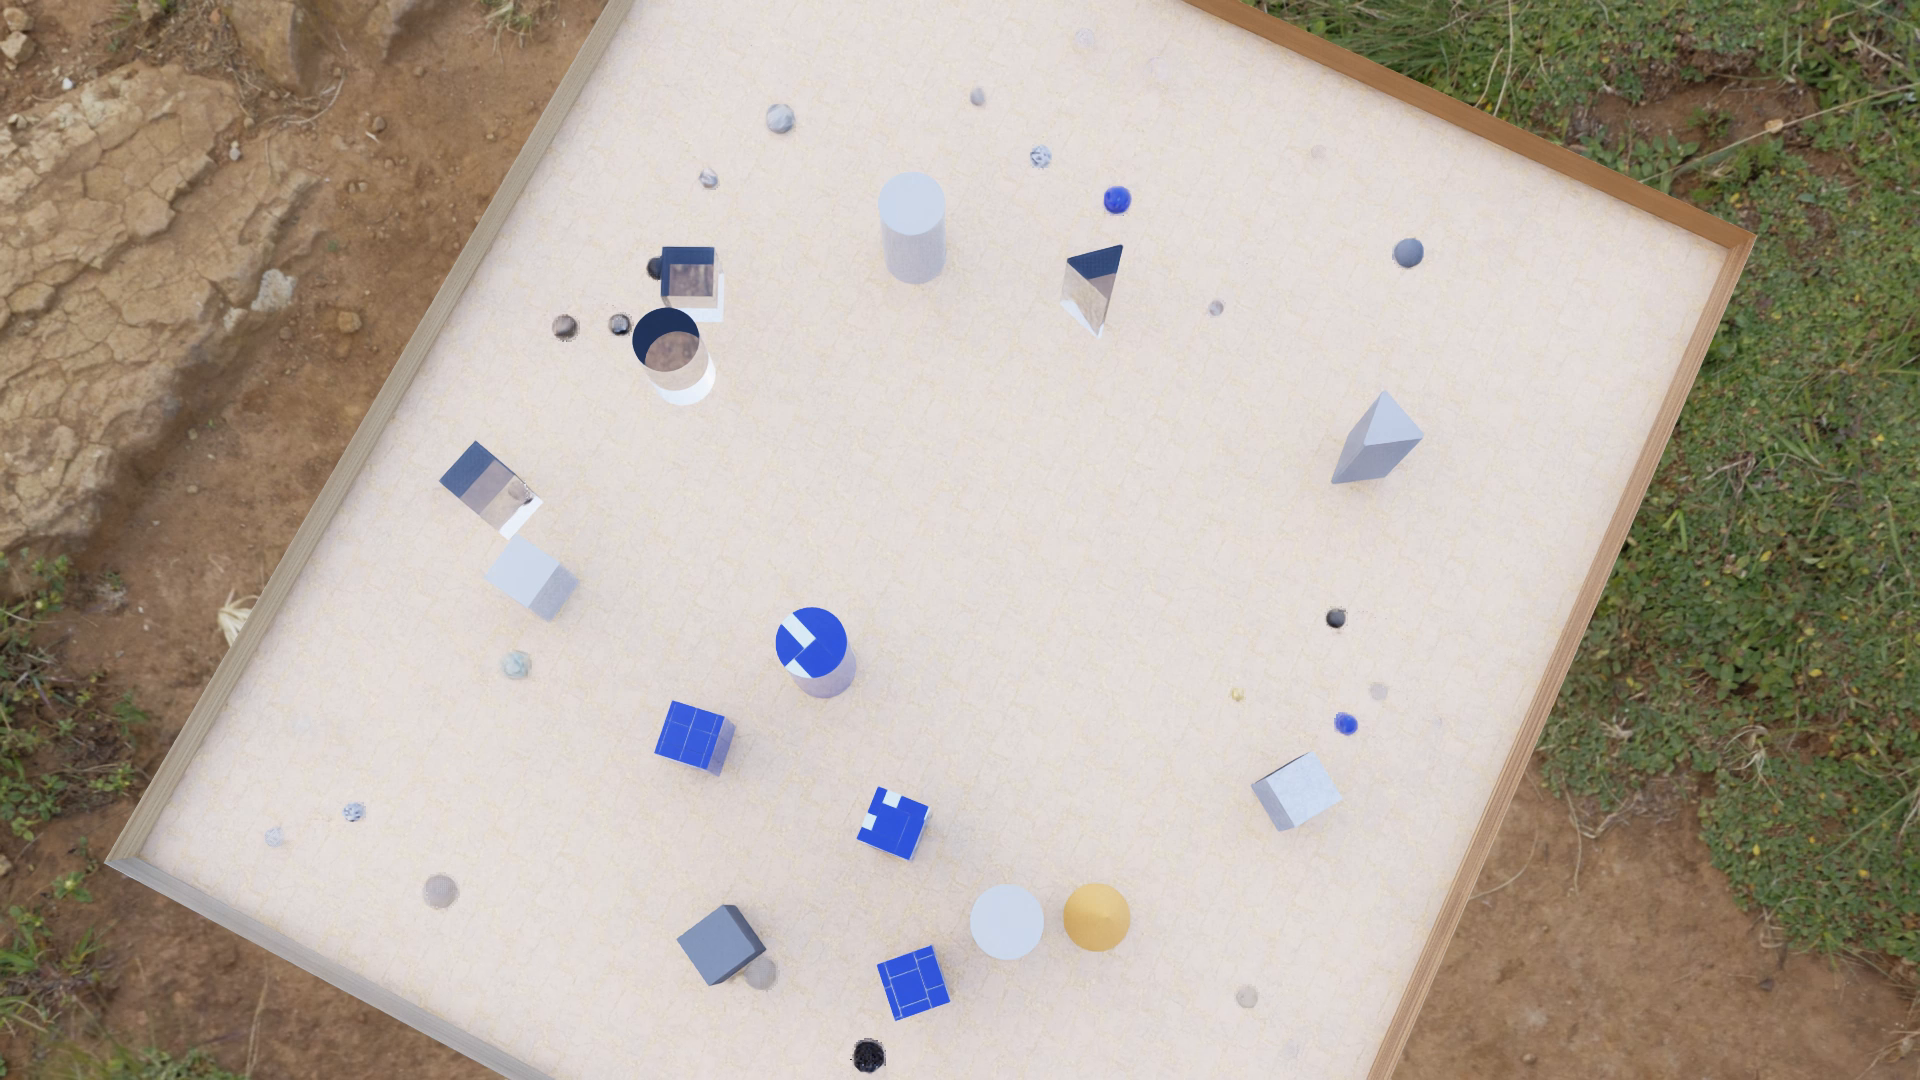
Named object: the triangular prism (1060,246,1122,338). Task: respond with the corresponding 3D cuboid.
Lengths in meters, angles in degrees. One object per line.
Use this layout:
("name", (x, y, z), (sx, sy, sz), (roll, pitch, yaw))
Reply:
("triangular prism", (0.427, -0.780, 5.584), (0.172, 0.381, 0.149), (44, 82, 8))

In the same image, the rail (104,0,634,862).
("rail", (-1.574, -0.764, 5.708), (0.045, 0.129, 3.926), (26, 80, 5))

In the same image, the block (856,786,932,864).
("block", (-0.186, 0.825, 5.287), (0.159, 0.311, 0.159), (21, 79, 4))

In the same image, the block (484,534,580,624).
("block", (-1.268, 0.117, 5.444), (0.159, 0.291, 0.159), (33, 80, 6))

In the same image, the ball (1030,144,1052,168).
("ball", (0.258, -1.223, 5.835), (0.070, 0.070, 0.070), (0, 78, 0))

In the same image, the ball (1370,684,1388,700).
("ball", (1.258, 0.456, 5.496), (0.052, 0.052, 0.052), (0, 78, 0))

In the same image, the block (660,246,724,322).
("block", (-0.824, -0.788, 5.657), (0.159, 0.240, 0.159), (0, 78, 0))

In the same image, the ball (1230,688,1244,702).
("ball", (0.833, 0.464, 5.499), (0.041, 0.041, 0.041), (0, 78, 0))

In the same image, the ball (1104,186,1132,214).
("ball", (0.498, -1.076, 5.794), (0.090, 0.090, 0.090), (0, 78, 0))

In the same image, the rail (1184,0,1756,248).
("rail", (0.867, -1.692, 5.900), (3.567, 0.129, 0.045), (26, 80, 5))

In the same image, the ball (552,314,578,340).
("ball", (-1.232, -0.663, 5.713), (0.080, 0.080, 0.080), (0, 78, 0))

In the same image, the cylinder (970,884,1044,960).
("cylinder", (0.126, 1.073, 5.150), (0.198, 0.478, 0.198), (0, 78, 0))

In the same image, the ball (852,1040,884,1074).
("ball", (-0.263, 1.485, 5.263), (0.090, 0.090, 0.090), (0, 78, 0))

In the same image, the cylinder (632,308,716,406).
("cylinder", (-0.863, -0.552, 5.550), (0.198, 0.354, 0.198), (0, 78, 0))

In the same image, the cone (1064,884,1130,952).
("cone", (0.402, 1.068, 5.190), (0.198, 0.402, 0.198), (0, 78, 0))

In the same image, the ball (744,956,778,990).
("ball", (-0.577, 1.256, 5.309), (0.094, 0.094, 0.094), (0, 78, 0))

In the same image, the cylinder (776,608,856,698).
("cylinder", (-0.412, 0.332, 5.302), (0.198, 0.482, 0.198), (0, 78, 0))

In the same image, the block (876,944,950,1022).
("block", (-0.127, 1.245, 5.171), (0.159, 0.368, 0.159), (-19, 79, -4))

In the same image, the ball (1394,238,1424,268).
("ball", (1.410, -0.903, 5.756), (0.093, 0.093, 0.093), (0, 78, 0))

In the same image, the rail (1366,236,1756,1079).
("rail", (1.574, 0.778, 5.389), (0.045, 0.129, 3.926), (26, 80, 5))

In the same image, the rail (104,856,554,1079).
("rail", (-0.867, 1.705, 5.197), (3.567, 0.129, 0.045), (26, 80, 5))

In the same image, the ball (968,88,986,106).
("ball", (0.057, -1.423, 5.882), (0.057, 0.057, 0.057), (0, 78, 0))

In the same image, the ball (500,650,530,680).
("ball", (-1.336, 0.375, 5.495), (0.087, 0.087, 0.087), (0, 78, 0))

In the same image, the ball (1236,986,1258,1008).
("ball", (0.832, 1.326, 5.310), (0.062, 0.062, 0.062), (0, 78, 0))

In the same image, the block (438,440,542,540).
("block", (-1.394, -0.144, 5.464), (0.159, 0.357, 0.159), (39, 81, 7))

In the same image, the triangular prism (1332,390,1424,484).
("triangular prism", (1.220, -0.306, 5.438), (0.172, 0.473, 0.149), (-8, 78, -2))

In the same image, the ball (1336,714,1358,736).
("ball", (1.155, 0.551, 5.469), (0.066, 0.066, 0.066), (0, 78, 0))

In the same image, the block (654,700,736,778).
("block", (-0.770, 0.583, 5.354), (0.159, 0.278, 0.159), (17, 79, 3))

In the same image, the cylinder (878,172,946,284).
("cylinder", (-0.142, -0.947, 5.595), (0.198, 0.426, 0.198), (0, 78, 0))

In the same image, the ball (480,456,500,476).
("ball", (-1.442, -0.226, 5.632), (0.061, 0.061, 0.061), (0, 78, 0))

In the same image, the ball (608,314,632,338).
("ball", (-1.063, -0.670, 5.718), (0.073, 0.073, 0.073), (0, 78, 0))

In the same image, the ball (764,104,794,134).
("ball", (-0.575, -1.345, 5.846), (0.096, 0.096, 0.096), (0, 78, 0))

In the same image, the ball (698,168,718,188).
("ball", (-0.800, -1.149, 5.823), (0.062, 0.062, 0.062), (0, 78, 0))

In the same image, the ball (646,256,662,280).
("ball", (-0.944, -0.853, 5.748), (0.078, 0.078, 0.078), (0, 78, 0))

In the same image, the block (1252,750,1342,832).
("block", (0.974, 0.732, 5.321), (0.159, 0.283, 0.159), (-30, 80, -6))

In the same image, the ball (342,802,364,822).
("ball", (-1.795, 0.805, 5.419), (0.060, 0.060, 0.060), (0, 78, 0))

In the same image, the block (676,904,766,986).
("block", (-0.677, 1.154, 5.226), (0.159, 0.298, 0.159), (-36, 81, -7))

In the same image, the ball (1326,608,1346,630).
("ball", (1.135, 0.238, 5.535), (0.063, 0.063, 0.063), (0, 78, 0))

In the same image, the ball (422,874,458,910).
("ball", (-1.520, 1.028, 5.353), (0.099, 0.099, 0.099), (0, 78, 0))

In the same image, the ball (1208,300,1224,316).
("ball", (0.801, -0.727, 5.742), (0.049, 0.049, 0.049), (0, 78, 0))
